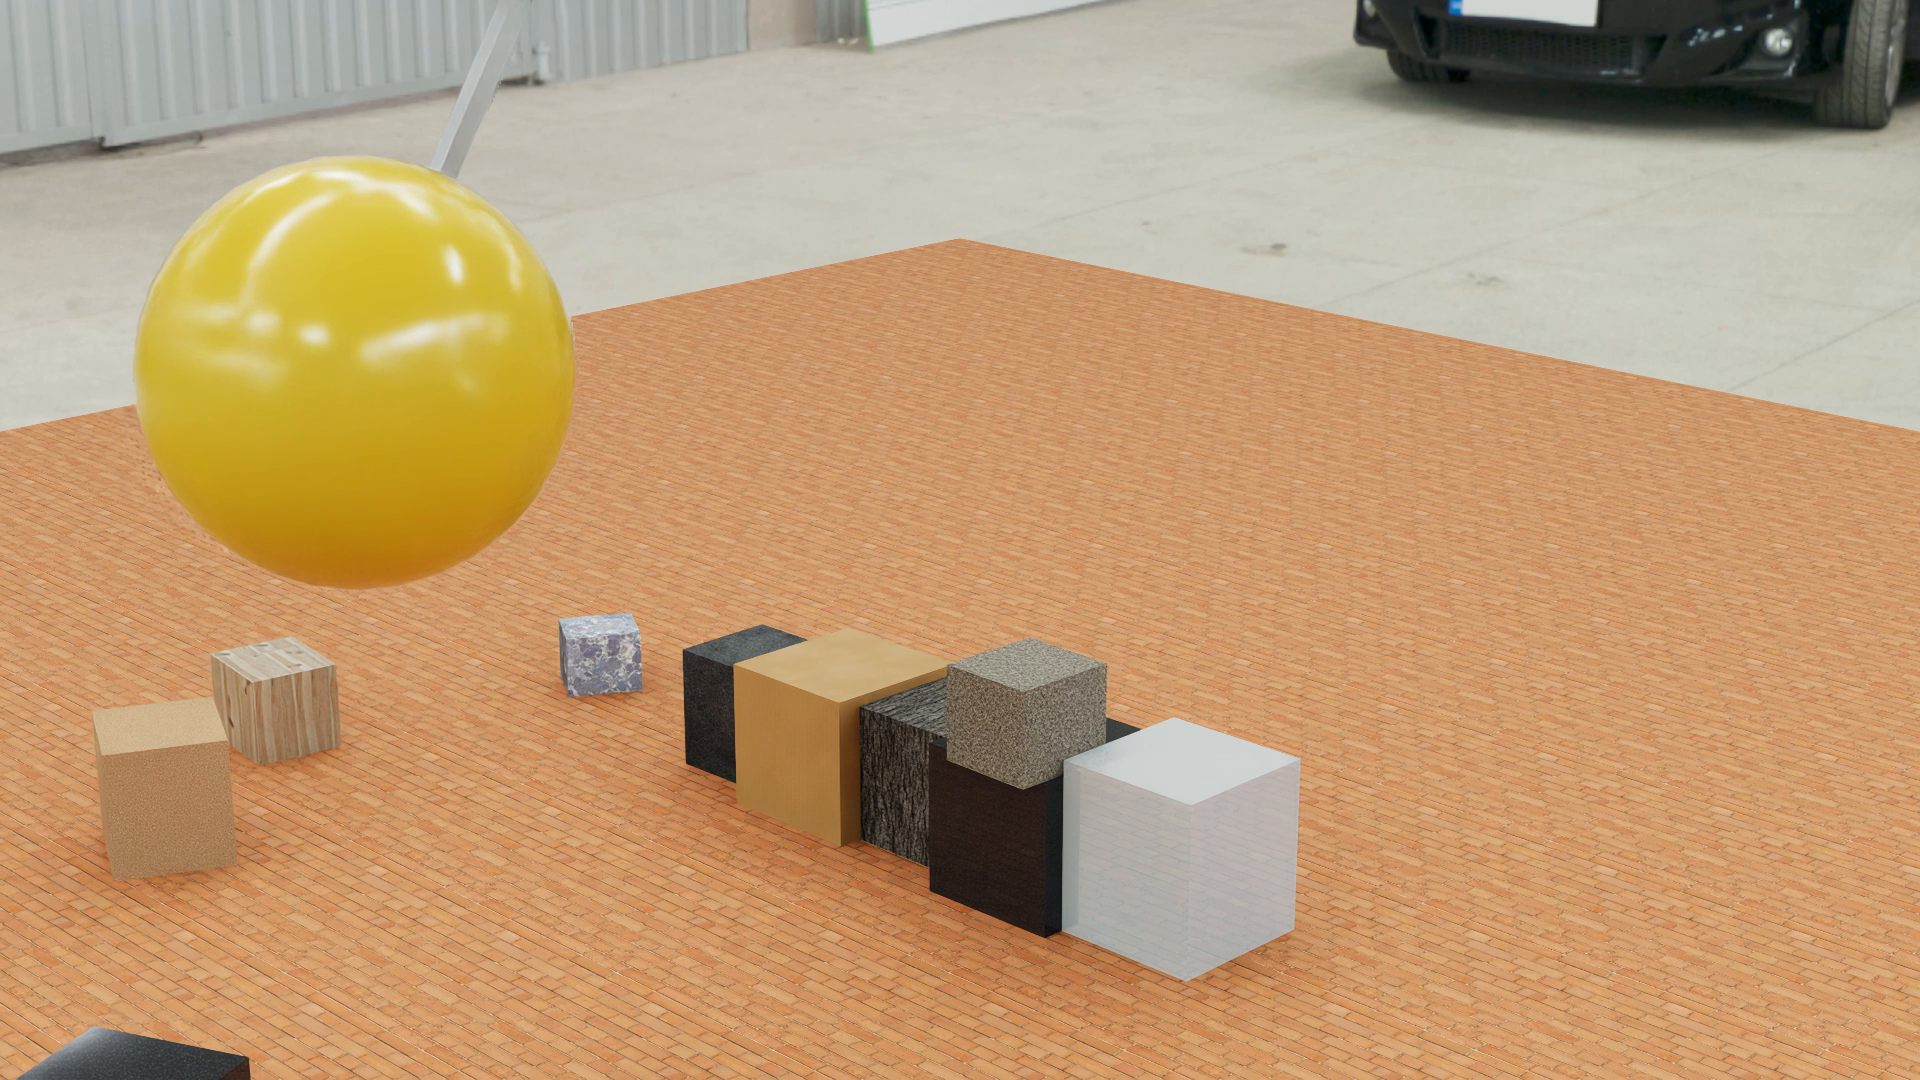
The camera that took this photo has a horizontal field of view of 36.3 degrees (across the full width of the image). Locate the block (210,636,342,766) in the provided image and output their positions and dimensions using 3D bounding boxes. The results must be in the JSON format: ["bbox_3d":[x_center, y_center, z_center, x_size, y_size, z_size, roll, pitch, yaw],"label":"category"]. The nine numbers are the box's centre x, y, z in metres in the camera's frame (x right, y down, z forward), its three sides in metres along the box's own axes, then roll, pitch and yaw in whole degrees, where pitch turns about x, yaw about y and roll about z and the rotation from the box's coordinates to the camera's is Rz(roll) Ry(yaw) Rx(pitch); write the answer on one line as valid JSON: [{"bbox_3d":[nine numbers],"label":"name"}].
[{"bbox_3d":[-3.501,0.818,15.002,0.450,0.444,0.534,-12,21,-34],"label":"block"}]

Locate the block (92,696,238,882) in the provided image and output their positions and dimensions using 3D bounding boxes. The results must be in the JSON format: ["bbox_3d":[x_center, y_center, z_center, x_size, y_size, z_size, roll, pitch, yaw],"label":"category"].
[{"bbox_3d":[-3.705,1.152,13.650,0.555,0.618,0.604,-6,19,-19],"label":"block"}]

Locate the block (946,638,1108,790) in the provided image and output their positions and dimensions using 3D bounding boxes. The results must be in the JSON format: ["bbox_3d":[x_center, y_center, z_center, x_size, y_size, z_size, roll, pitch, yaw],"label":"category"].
[{"bbox_3d":[0.291,0.751,12.808,0.512,0.446,0.473,-16,24,-41],"label":"block"}]

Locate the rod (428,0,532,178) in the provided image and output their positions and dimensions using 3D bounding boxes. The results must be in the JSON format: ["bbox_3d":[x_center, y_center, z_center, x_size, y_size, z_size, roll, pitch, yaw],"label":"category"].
[{"bbox_3d":[-0.963,-3.758,11.151,0.080,5.200,0.080,17,-8,42],"label":"rod"}]

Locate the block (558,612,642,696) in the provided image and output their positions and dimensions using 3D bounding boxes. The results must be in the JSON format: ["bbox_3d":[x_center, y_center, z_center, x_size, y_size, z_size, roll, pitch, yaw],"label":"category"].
[{"bbox_3d":[-1.943,0.618,15.834,0.397,0.327,0.348,-4,18,-14],"label":"block"}]

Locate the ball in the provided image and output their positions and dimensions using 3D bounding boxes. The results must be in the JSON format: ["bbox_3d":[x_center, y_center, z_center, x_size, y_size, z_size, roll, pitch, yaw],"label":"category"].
[{"bbox_3d":[-2.223,-0.617,10.818,1.600,1.600,1.600,0,17,0],"label":"ball"}]

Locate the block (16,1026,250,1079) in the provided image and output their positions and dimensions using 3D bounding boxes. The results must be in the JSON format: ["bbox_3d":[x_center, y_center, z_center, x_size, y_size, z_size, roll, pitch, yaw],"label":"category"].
[{"bbox_3d":[-2.969,2.189,10.376,0.667,0.602,0.662,7,19,20],"label":"block"}]

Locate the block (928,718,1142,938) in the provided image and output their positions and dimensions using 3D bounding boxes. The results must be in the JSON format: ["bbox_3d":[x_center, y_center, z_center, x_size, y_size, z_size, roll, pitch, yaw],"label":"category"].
[{"bbox_3d":[0.393,1.237,13.208,0.713,0.720,0.793,16,24,42],"label":"block"}]

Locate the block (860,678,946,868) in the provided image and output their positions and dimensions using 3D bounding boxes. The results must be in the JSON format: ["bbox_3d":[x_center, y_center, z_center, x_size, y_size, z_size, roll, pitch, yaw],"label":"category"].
[{"bbox_3d":[-0.044,1.099,13.726,0.573,0.672,0.623,-17,24,-42],"label":"block"}]

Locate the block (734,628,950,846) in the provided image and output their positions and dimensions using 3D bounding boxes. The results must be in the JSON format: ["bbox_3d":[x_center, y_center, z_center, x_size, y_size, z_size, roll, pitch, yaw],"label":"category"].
[{"bbox_3d":[-0.556,0.937,14.165,0.753,0.719,0.746,-17,24,-42],"label":"block"}]

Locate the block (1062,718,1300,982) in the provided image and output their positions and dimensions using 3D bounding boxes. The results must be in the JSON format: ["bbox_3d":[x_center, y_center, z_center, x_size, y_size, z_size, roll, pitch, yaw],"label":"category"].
[{"bbox_3d":[0.959,1.331,12.769,0.718,0.804,0.729,16,24,42],"label":"block"}]

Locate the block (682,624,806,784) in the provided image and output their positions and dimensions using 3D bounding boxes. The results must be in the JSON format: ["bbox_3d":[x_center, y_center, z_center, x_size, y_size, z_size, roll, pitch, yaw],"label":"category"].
[{"bbox_3d":[-0.991,0.837,14.665,0.567,0.610,0.535,16,24,42],"label":"block"}]
